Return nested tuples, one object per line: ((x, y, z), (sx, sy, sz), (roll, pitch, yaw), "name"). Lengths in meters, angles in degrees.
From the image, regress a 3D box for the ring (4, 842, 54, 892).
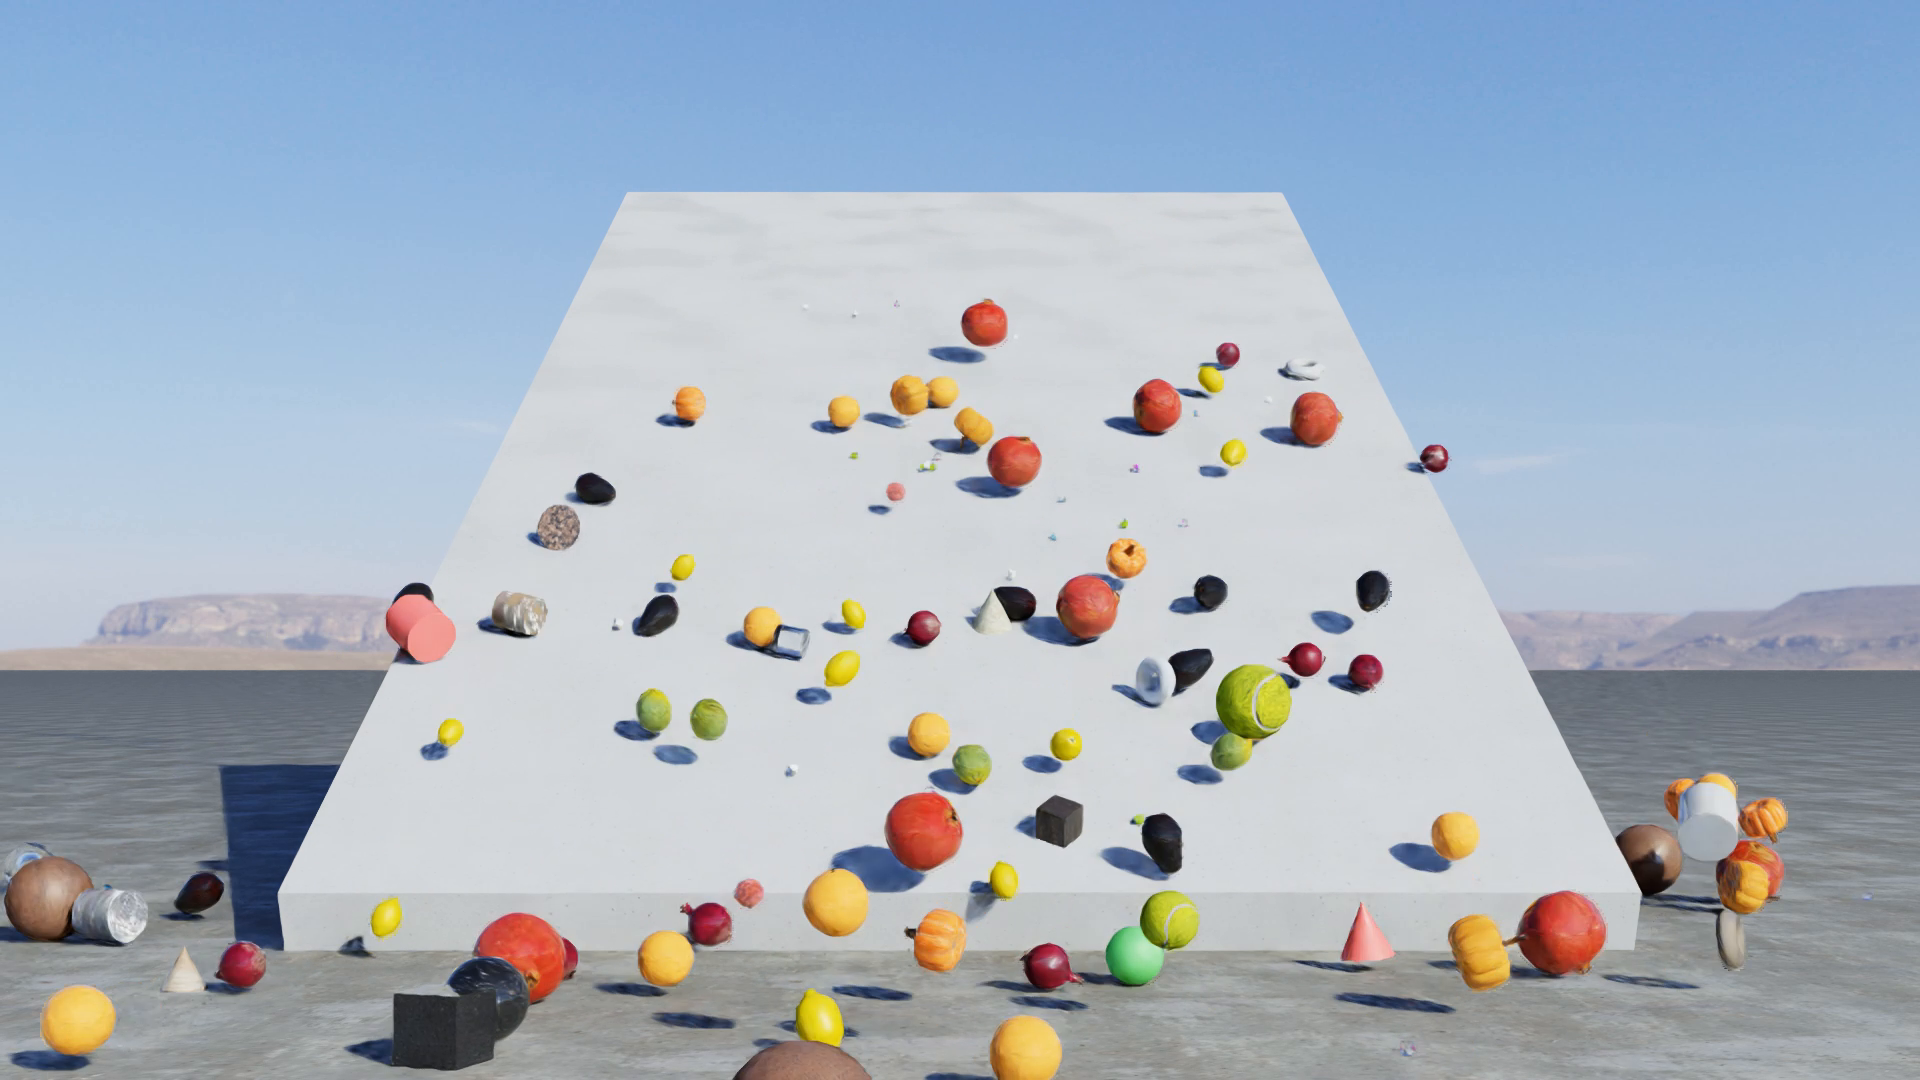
((-1.725, 0.607, 4.292), (0.093, 0.093, 0.031), (3, 0, -40), "ring")

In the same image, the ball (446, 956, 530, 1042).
((-0.524, 0.507, 2.555), (0.096, 0.096, 0.096), (0, -3, 0), "ball")

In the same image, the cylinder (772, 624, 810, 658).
((-0.300, 0.179, 4.107), (0.052, 0.052, 0.052), (11, -1, 13), "cylinder")

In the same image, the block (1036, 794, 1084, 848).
((0.152, 0.429, 3.532), (0.052, 0.052, 0.052), (16, 28, 32), "block")

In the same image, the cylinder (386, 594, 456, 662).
((-0.955, 0.156, 4.100), (0.093, 0.093, 0.093), (3, 20, -40), "cylinder")

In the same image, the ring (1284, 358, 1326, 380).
((0.821, -0.408, 5.511), (0.098, 0.033, 0.098), (0, 25, 0), "ring")

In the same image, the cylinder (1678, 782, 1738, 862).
((1.195, 0.451, 3.701), (0.091, 0.091, 0.091), (-1, 26, 18), "cylinder")

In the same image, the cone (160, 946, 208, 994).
((-1.013, 0.558, 3.021), (0.058, 0.058, 0.058), (0, -3, 0), "cone")

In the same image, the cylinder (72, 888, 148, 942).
((-1.287, 0.567, 3.504), (0.077, 0.077, 0.077), (-1, -3, 28), "cylinder")

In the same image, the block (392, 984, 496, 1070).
((-0.550, 0.519, 2.472), (0.077, 0.077, 0.077), (-1, -3, 20), "block")

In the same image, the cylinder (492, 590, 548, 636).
((-0.797, 0.132, 4.191), (0.070, 0.070, 0.070), (11, 2, 25), "cylinder")

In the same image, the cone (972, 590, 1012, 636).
((0.059, 0.123, 4.215), (0.076, 0.076, 0.076), (0, 23, 0), "cone")

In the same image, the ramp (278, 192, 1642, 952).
((-0.007, -0.226, 5.250), (2.000, 0.100, 4.000), (0, 23, 0), "ramp")

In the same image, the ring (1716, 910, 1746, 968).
((0.999, 0.517, 2.999), (0.025, 0.075, 0.075), (-11, -8, 27), "ring")

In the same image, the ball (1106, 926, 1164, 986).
((0.232, 0.551, 3.072), (0.077, 0.077, 0.077), (0, -3, 0), "ball")

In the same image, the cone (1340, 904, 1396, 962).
((0.562, 0.540, 3.213), (0.077, 0.077, 0.077), (-6, -1, 0), "cone")

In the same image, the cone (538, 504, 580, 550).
((-0.774, -0.021, 4.591), (0.092, 0.092, 0.092), (-1, -5, 17), "cone")
